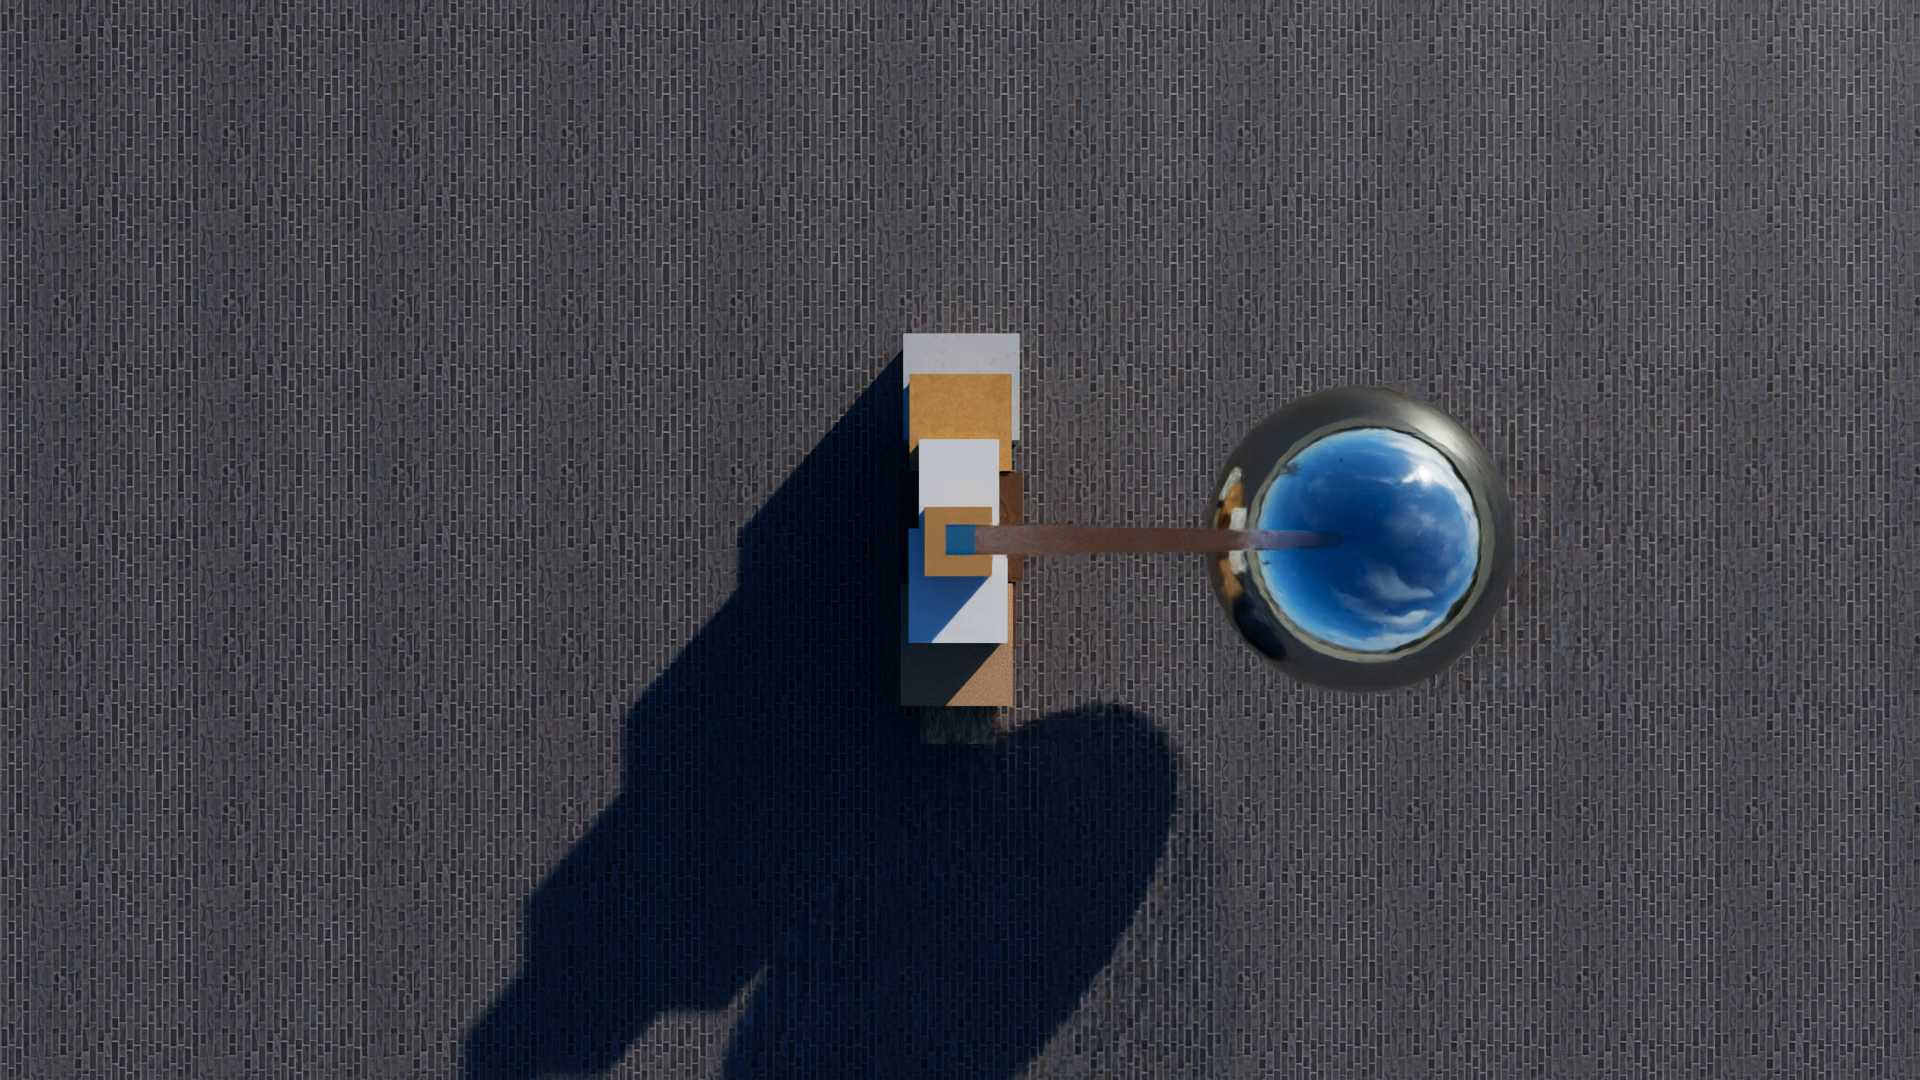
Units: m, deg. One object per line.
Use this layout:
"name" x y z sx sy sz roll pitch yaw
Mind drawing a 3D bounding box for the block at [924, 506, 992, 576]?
"block" -0.008 0.007 11.190 0.340 0.283 0.349 0 90 0

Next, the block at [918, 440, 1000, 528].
"block" -0.005 -0.294 11.556 0.413 0.457 0.459 0 91 0

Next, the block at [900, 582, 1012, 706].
"block" -0.017 0.562 12.112 0.603 0.617 0.658 0 90 0

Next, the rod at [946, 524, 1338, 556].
"rod" 0.899 0.000 8.266 0.080 5.200 0.080 0 90 20

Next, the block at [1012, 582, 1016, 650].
"block" 0.007 0.326 12.710 0.617 0.579 0.582 0 90 0

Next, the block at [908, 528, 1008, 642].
"block" -0.010 0.235 11.568 0.509 0.470 0.590 0 90 0

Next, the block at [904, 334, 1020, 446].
"block" 0.008 -0.857 12.648 0.650 0.705 0.596 0 90 0

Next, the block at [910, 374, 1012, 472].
"block" 0.003 -0.630 12.039 0.548 0.512 0.520 0 90 0

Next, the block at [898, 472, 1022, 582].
"block" 0.004 -0.069 12.112 0.666 0.618 0.583 0 90 0

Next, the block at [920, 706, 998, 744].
"block" -0.006 0.891 12.728 0.433 0.545 0.527 0 90 0

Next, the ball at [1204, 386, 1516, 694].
"ball" 2.074 0.000 11.456 1.600 1.600 1.600 0 90 0
